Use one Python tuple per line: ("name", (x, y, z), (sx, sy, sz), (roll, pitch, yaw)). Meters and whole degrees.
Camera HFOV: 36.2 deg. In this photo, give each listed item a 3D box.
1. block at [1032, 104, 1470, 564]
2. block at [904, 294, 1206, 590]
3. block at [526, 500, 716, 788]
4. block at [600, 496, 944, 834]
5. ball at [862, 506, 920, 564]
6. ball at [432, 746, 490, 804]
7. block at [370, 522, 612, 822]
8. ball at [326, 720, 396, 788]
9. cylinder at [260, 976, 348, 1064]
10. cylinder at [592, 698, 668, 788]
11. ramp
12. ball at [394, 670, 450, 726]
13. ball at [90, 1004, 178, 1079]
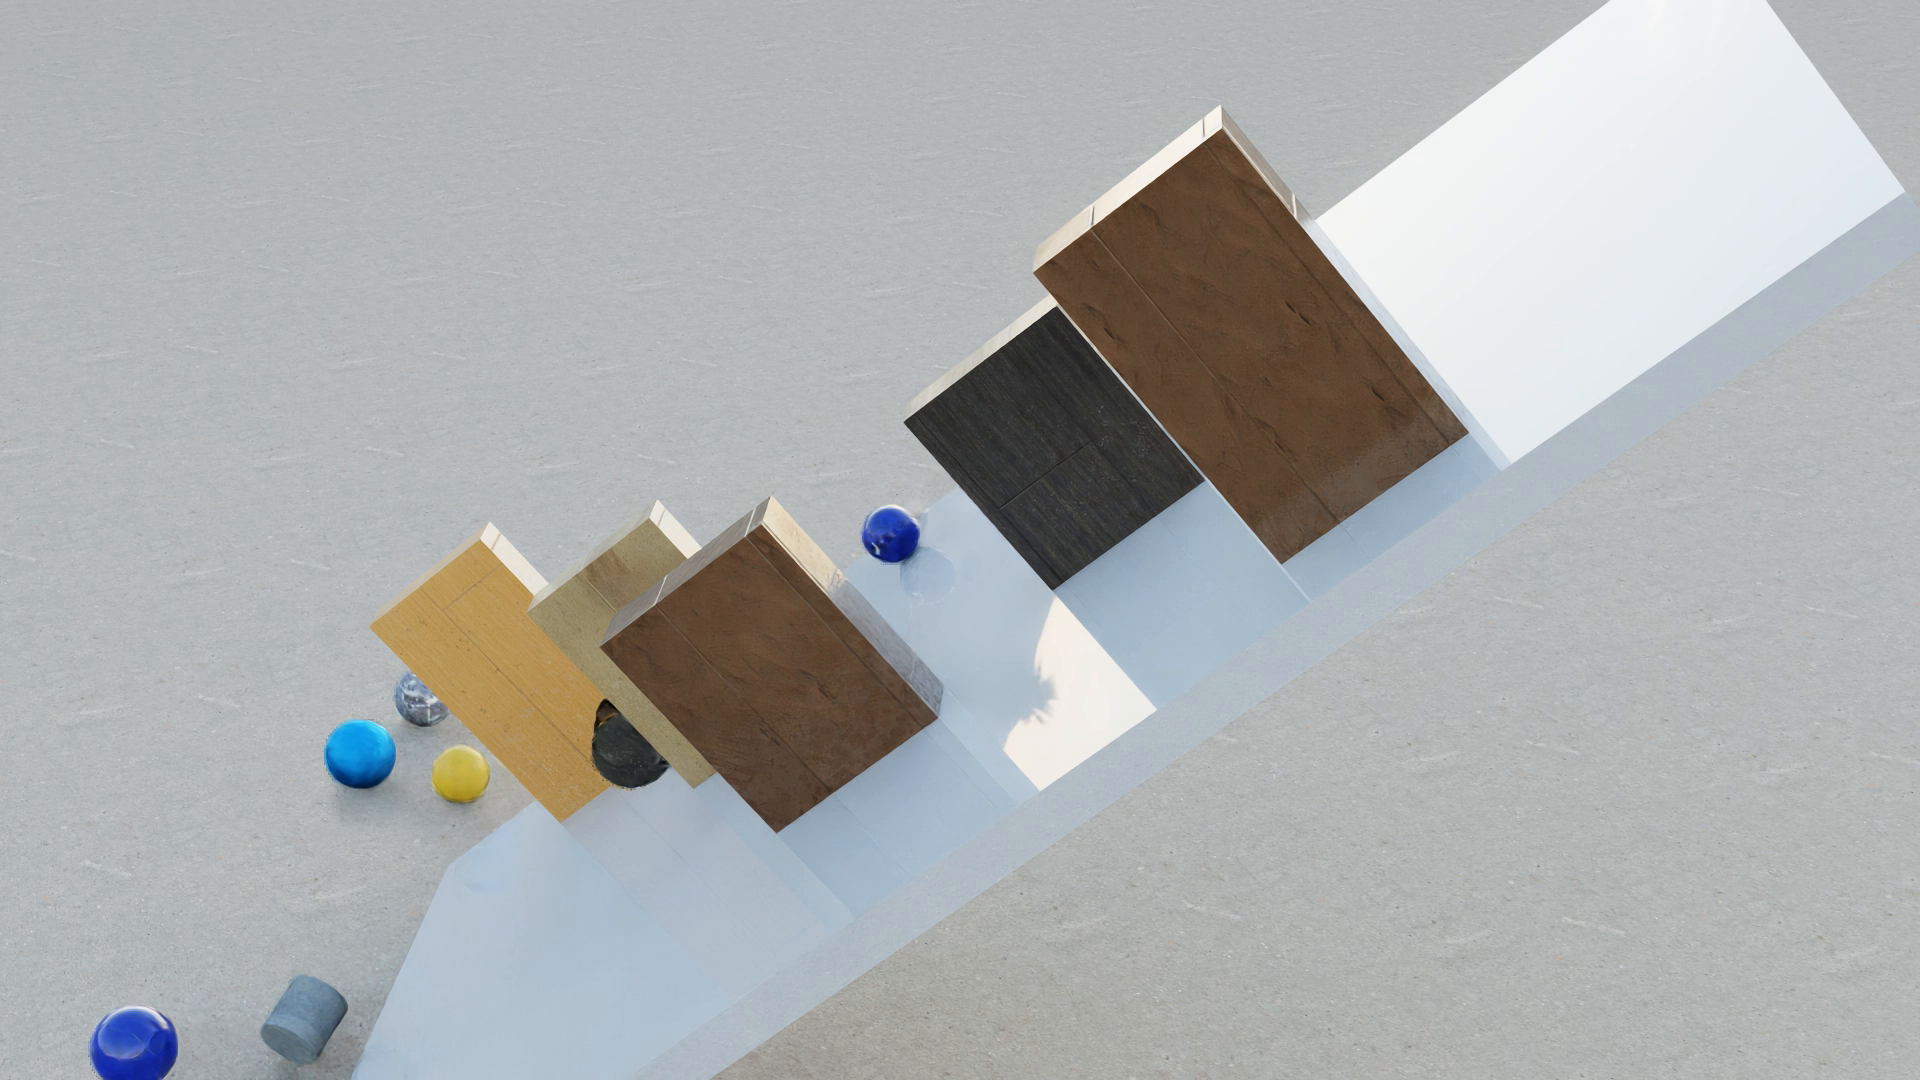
("block", (0.527, -0.364, 5.317), (0.423, 0.722, 0.148), (-36, 16, 18))
("block", (0.198, -0.205, 6.114), (0.409, 0.487, 0.110), (-36, 16, 18))
("block", (-0.655, 0.245, 6.777), (0.386, 0.575, 0.103), (-36, 16, 18))
("block", (-0.388, 0.264, 6.129), (0.449, 0.554, 0.149), (-36, 16, 18))
("ball", (-0.168, -0.014, 7.119), (0.140, 0.140, 0.140), (0, 24, 0))
("ball", (-1.413, 0.663, 8.323), (0.164, 0.164, 0.164), (0, 24, 0))
("block", (-1.082, 0.335, 7.326), (0.385, 0.697, 0.105), (-36, 16, 18))
("ball", (-1.710, 0.612, 8.398), (0.197, 0.197, 0.197), (0, 24, 0))
("cylinder", (-1.594, 1.166, 7.151), (0.153, 0.153, 0.153), (10, 48, 22))
("cylinder", (-0.800, 0.481, 7.197), (0.193, 0.193, 0.193), (-2, 17, -4))
("ramp", (0.118, 0.187, 6.346), (4.000, 0.100, 2.000), (-36, 16, 18))
("ball", (-1.592, 0.467, 8.748), (0.176, 0.176, 0.176), (0, 24, 0))
("ball", (-1.976, 1.214, 7.039), (0.203, 0.203, 0.203), (0, 24, 0))
